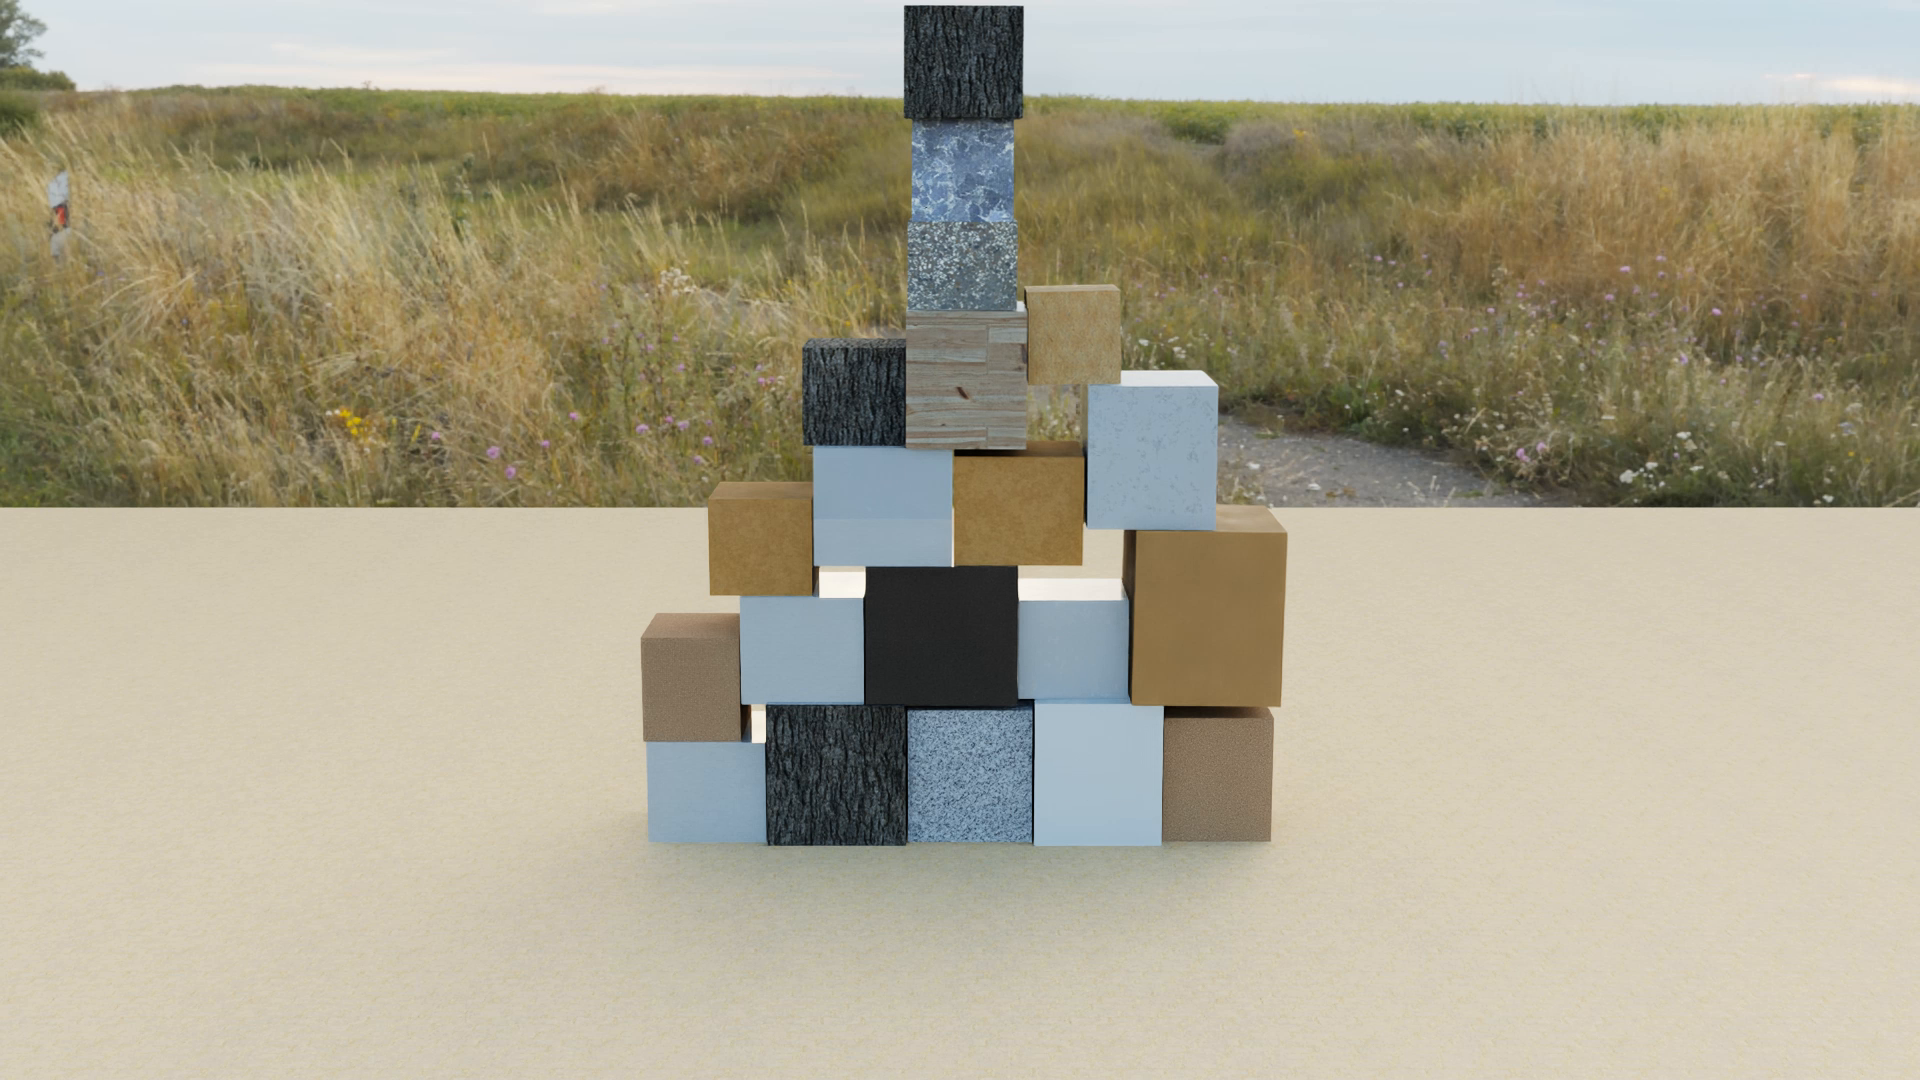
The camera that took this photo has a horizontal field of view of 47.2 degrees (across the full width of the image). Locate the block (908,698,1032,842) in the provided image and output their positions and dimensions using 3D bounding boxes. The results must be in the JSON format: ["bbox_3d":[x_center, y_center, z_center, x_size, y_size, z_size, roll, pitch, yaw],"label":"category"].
[{"bbox_3d":[0.051,1.138,11.387,0.627,0.687,0.617,0,10,0],"label":"block"}]

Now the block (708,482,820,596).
[{"bbox_3d":[-0.991,-0.013,11.189,0.511,0.485,0.570,0,10,0],"label":"block"}]

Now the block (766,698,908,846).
[{"bbox_3d":[-0.621,1.121,11.383,0.697,0.723,0.735,0,10,0],"label":"block"}]

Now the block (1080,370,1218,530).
[{"bbox_3d":[0.941,-0.465,11.106,0.632,0.707,0.725,0,10,0],"label":"block"}]

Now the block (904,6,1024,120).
[{"bbox_3d":[0.017,-2.331,10.771,0.569,0.524,0.618,0,10,0],"label":"block"}]

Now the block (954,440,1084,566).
[{"bbox_3d":[0.290,-0.193,11.140,0.639,0.543,0.596,0,10,0],"label":"block"}]

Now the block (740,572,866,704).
[{"bbox_3d":[-0.787,0.496,11.274,0.613,0.546,0.650,0,10,0],"label":"block"}]

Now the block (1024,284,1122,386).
[{"bbox_3d":[0.558,-1.029,10.978,0.456,0.453,0.464,-1,10,0],"label":"block"}]

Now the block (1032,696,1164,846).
[{"bbox_3d":[0.695,1.117,11.364,0.641,0.736,0.694,0,10,0],"label":"block"}]

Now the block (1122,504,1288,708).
[{"bbox_3d":[1.229,0.319,11.253,0.741,0.880,0.825,1,10,0],"label":"block"}]

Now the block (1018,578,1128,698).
[{"bbox_3d":[0.569,0.500,11.288,0.549,0.506,0.547,0,10,0],"label":"block"}]

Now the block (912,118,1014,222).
[{"bbox_3d":[0.014,-1.829,10.859,0.493,0.494,0.451,0,10,0],"label":"block"}]

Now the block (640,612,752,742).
[{"bbox_3d":[-1.349,0.699,11.309,0.491,0.535,0.587,0,10,0],"label":"block"}]

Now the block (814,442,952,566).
[{"bbox_3d":[-0.380,-0.219,11.133,0.681,0.589,0.655,0,10,0],"label":"block"}]

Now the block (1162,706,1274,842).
[{"bbox_3d":[1.301,1.157,11.397,0.552,0.645,0.615,0,10,0],"label":"block"}]

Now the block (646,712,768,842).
[{"bbox_3d":[-1.278,1.220,11.400,0.597,0.521,0.621,0,10,0],"label":"block"}]

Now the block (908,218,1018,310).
[{"bbox_3d":[0.012,-1.376,10.930,0.533,0.423,0.469,0,10,0],"label":"block"}]

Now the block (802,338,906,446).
[{"bbox_3d":[-0.523,-0.751,11.062,0.501,0.482,0.527,0,10,0],"label":"block"}]

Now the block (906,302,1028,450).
[{"bbox_3d":[0.031,-0.834,11.011,0.587,0.671,0.690,0,10,0],"label":"block"}]

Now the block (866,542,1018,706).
[{"bbox_3d":[-0.091,0.418,11.262,0.755,0.706,0.699,0,10,0],"label":"block"}]
